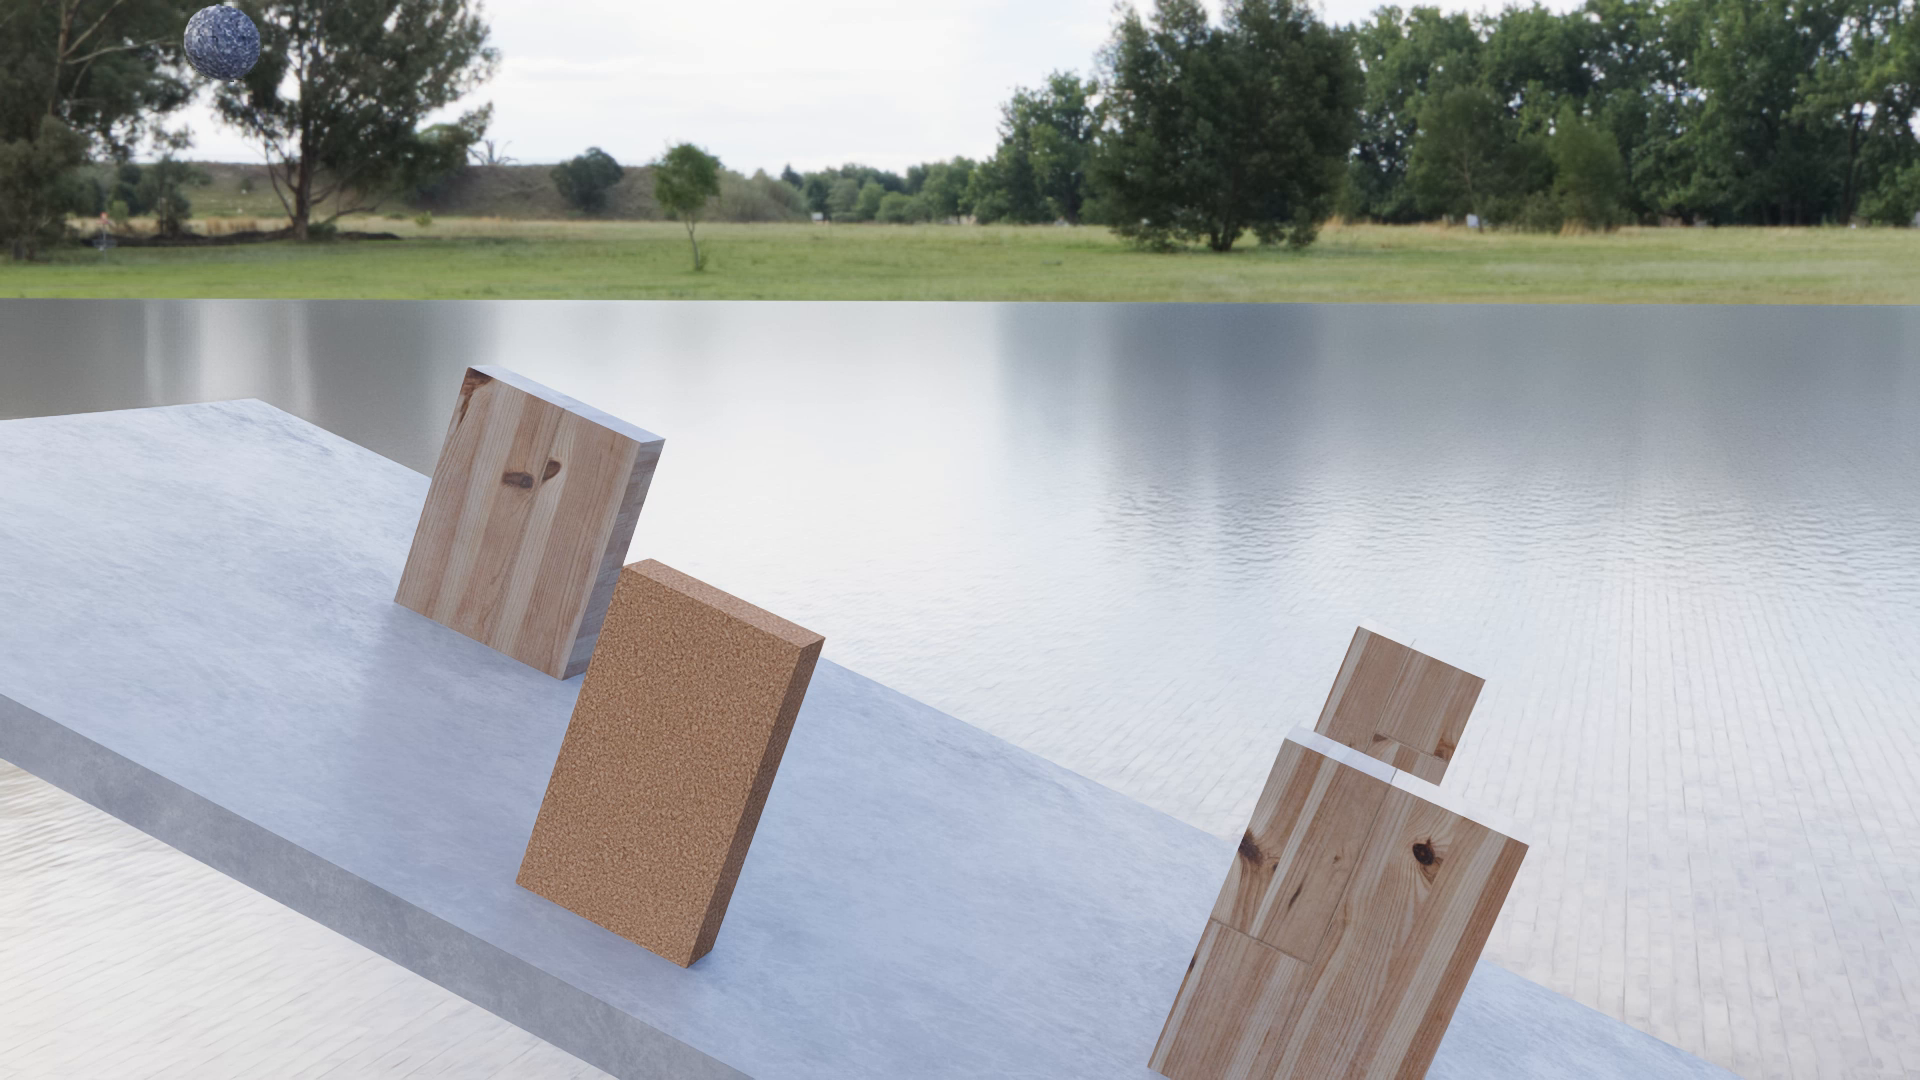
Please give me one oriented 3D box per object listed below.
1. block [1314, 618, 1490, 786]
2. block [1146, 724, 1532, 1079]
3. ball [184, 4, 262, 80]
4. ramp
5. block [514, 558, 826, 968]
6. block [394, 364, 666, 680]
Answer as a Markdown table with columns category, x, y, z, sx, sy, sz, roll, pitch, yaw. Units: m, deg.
| category | x | y | z | sx | sy | sz | roll | pitch | yaw |
| --- | --- | --- | --- | --- | --- | --- | --- | --- | --- |
| block | 0.866 | 0.512 | 4.678 | 0.282 | 0.625 | 0.119 | 24 | 13 | 13 |
| block | 0.620 | 0.674 | 3.620 | 0.415 | 0.616 | 0.115 | 24 | 13 | 13 |
| ball | -1.605 | -1.083 | 4.786 | 0.160 | 0.160 | 0.160 | 0 | 7 | 0 |
| ramp | -0.320 | 0.576 | 4.203 | 4.000 | 0.100 | 2.000 | 24 | 13 | 13 |
| block | -0.457 | 0.347 | 3.443 | 0.314 | 0.552 | 0.102 | 24 | 13 | 13 |
| block | -0.880 | -0.039 | 4.480 | 0.406 | 0.520 | 0.113 | 24 | 13 | 13 |
